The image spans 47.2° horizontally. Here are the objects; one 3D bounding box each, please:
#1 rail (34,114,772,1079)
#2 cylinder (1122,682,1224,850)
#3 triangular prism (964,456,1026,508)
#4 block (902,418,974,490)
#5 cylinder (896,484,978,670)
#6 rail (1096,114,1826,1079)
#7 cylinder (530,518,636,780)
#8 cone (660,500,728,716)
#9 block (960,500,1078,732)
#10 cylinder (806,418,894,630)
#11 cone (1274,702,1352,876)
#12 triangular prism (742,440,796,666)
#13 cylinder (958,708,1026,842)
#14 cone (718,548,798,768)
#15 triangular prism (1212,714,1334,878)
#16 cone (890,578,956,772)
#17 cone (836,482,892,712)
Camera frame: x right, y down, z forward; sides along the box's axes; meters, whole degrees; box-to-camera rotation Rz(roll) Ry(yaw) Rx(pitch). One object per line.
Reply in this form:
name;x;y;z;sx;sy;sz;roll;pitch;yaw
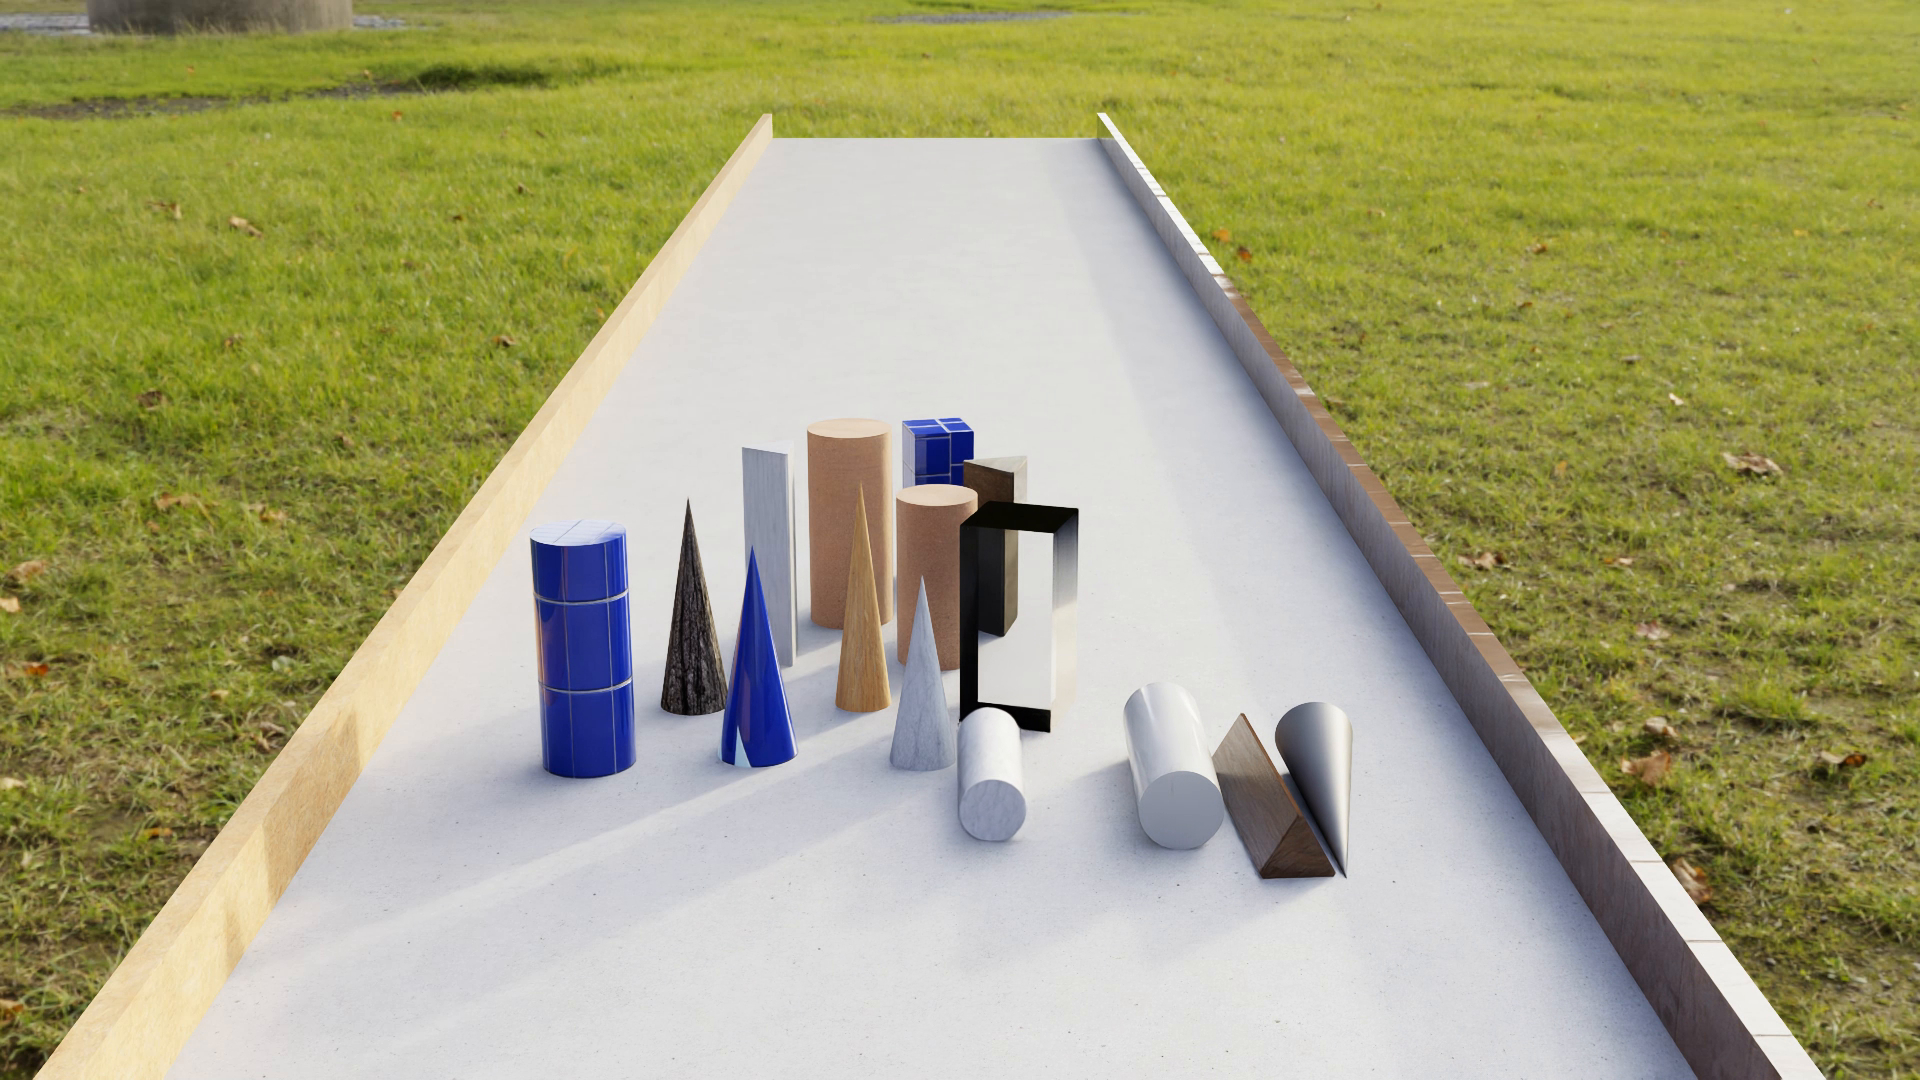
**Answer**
rail;-1.118;-0.838;7.780;0.050;0.150;12.000;0;17;-1
cylinder;0.357;0.375;3.724;0.137;0.137;0.411;0;17;0
triangular prism;0.099;-0.004;4.648;0.138;0.337;0.120;15;22;41
block;-0.049;-0.080;4.874;0.132;0.355;0.132;-4;17;-13
cylinder;-0.046;0.074;4.382;0.161;0.340;0.161;0;17;0
rail;0.932;-0.844;7.801;0.050;0.150;12.000;0;17;-1
cylinder;-0.657;0.190;3.845;0.165;0.424;0.165;0;17;0
cone;-0.503;0.113;4.125;0.132;0.411;0.132;0;17;0
block;0.110;0.140;4.089;0.176;0.381;0.176;5;17;17
cylinder;-0.229;-0.035;4.620;0.176;0.413;0.176;0;17;0
cone;0.611;0.437;3.640;0.136;0.136;0.445;0;25;2
triangular prism;-0.357;0.023;4.382;0.109;0.437;0.094;10;19;30
cylinder;0.052;0.392;3.716;0.110;0.110;0.323;0;17;0
cone;-0.362;0.194;3.891;0.145;0.390;0.145;0;17;0
triangular prism;0.512;0.414;3.645;0.118;0.102;0.448;-1;17;-5
cone;-0.066;0.224;3.868;0.120;0.345;0.120;0;17;0
cone;-0.184;0.096;4.124;0.107;0.445;0.107;0;17;0
